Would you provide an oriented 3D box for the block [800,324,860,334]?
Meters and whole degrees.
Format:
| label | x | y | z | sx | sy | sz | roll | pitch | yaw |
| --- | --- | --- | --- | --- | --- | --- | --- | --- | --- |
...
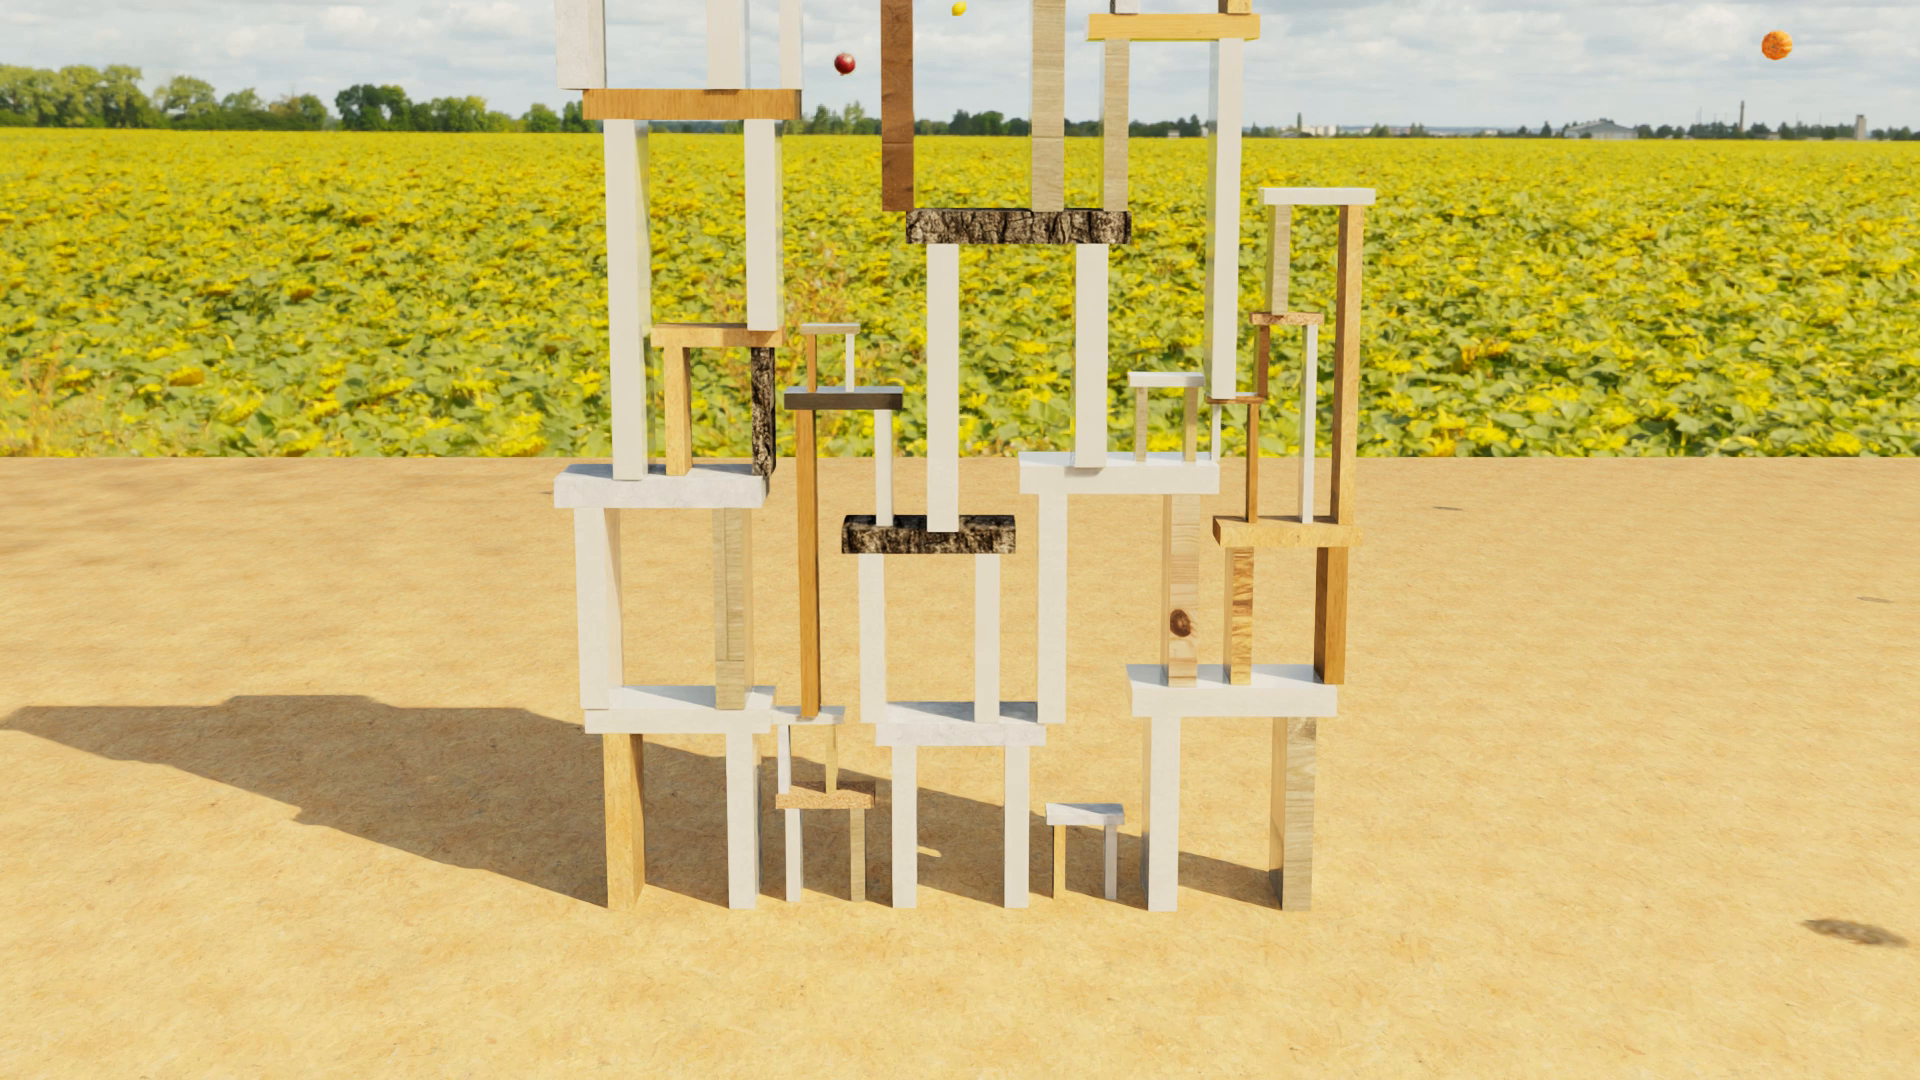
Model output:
| label | x | y | z | sx | sy | sz | roll | pitch | yaw |
| --- | --- | --- | --- | --- | --- | --- | --- | --- | --- |
| block | -0.205 | -0.336 | 3.495 | 0.092 | 0.013 | 0.046 | 0 | 11 | 0 |

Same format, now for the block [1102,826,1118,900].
| label | x | y | z | sx | sy | sz | roll | pitch | yaw |
| --- | --- | --- | --- | --- | --- | --- | --- | --- | --- |
| block | 0.250 | 0.526 | 3.662 | 0.018 | 0.128 | 0.064 | 0 | 11 | 0 |

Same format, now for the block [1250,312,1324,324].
| label | x | y | z | sx | sy | sz | roll | pitch | yaw |
| --- | --- | --- | --- | --- | --- | --- | --- | --- | --- |
| block | 0.519 | -0.352 | 3.496 | 0.112 | 0.016 | 0.056 | 0 | 10 | 2 |

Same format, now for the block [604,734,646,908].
| label | x | y | z | sx | sy | sz | roll | pitch | yaw |
| --- | --- | --- | --- | --- | --- | --- | --- | --- | --- |
| block | -0.554 | 0.444 | 3.642 | 0.042 | 0.297 | 0.148 | 0 | 11 | 0 |

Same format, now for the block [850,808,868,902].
| label | x | y | z | sx | sy | sz | roll | pitch | yaw |
| --- | --- | --- | --- | --- | --- | --- | --- | --- | --- |
| block | -0.168 | 0.511 | 3.654 | 0.023 | 0.160 | 0.080 | 0 | 11 | 0 |

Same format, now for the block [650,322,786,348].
| label | x | y | z | sx | sy | sz | roll | pitch | yaw |
| --- | --- | --- | --- | --- | --- | --- | --- | --- | --- |
| block | -0.383 | -0.327 | 3.503 | 0.205 | 0.029 | 0.103 | 0 | 11 | 0 |

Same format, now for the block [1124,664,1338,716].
| label | x | y | z | sx | sy | sz | roll | pitch | yaw |
| --- | --- | --- | --- | --- | --- | --- | --- | --- | --- |
| block | 0.440 | 0.246 | 3.602 | 0.328 | 0.046 | 0.164 | 0 | 11 | 0 |

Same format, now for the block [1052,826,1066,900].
| label | x | y | z | sx | sy | sz | roll | pitch | yaw |
| --- | --- | --- | --- | --- | --- | --- | --- | --- | --- |
| block | 0.164 | 0.526 | 3.662 | 0.018 | 0.128 | 0.064 | 0 | 11 | 0 |

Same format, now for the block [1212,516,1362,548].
| label | x | y | z | sx | sy | sz | roll | pitch | yaw |
| --- | --- | --- | --- | --- | --- | --- | --- | --- | --- |
| block | 0.528 | -0.015 | 3.553 | 0.226 | 0.032 | 0.113 | 0 | 11 | 0 |

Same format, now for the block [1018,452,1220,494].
| label | x | y | z | sx | sy | sz | roll | pitch | yaw |
| --- | --- | --- | --- | --- | --- | --- | --- | --- | --- |
| block | 0.252 | -0.109 | 3.543 | 0.314 | 0.044 | 0.157 | 0 | 11 | 0 |

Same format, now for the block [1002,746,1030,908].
| label | x | y | z | sx | sy | sz | roll | pitch | yaw |
| --- | --- | --- | --- | --- | --- | --- | --- | --- | --- |
| block | 0.092 | 0.455 | 3.643 | 0.039 | 0.274 | 0.137 | 0 | 11 | 0 |

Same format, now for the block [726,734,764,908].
| label | x | y | z | sx | sy | sz | roll | pitch | yaw |
| --- | --- | --- | --- | --- | --- | --- | --- | --- | --- |
| block | -0.356 | 0.444 | 3.642 | 0.042 | 0.297 | 0.149 | 0 | 11 | 0 |

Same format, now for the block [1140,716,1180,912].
| label | x | y | z | sx | sy | sz | roll | pitch | yaw |
| --- | --- | --- | --- | --- | --- | --- | --- | --- | --- |
| block | 0.331 | 0.430 | 3.636 | 0.046 | 0.328 | 0.164 | 0 | 11 | 0 |

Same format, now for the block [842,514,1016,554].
| label | x | y | z | sx | sy | sz | roll | pitch | yaw |
| --- | --- | --- | --- | --- | --- | --- | --- | --- | --- |
| block | -0.049 | -0.010 | 3.557 | 0.277 | 0.039 | 0.139 | 0 | 11 | 0 |

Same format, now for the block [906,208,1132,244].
| label | x | y | z | sx | sy | sz | roll | pitch | yaw |
| --- | --- | --- | --- | --- | --- | --- | --- | --- | --- |
| block | 0.089 | -0.496 | 3.464 | 0.347 | 0.049 | 0.174 | 0 | 11 | 0 |

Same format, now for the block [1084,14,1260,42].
| label | x | y | z | sx | sy | sz | roll | pitch | yaw |
| --- | --- | --- | --- | --- | --- | --- | --- | --- | --- |
| block | 0.327 | -0.795 | 3.414 | 0.261 | 0.037 | 0.130 | 0 | 11 | 0 |

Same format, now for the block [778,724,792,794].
| label | x | y | z | sx | sy | sz | roll | pitch | yaw |
| --- | --- | --- | --- | --- | --- | --- | --- | --- | --- |
| block | -0.289 | 0.353 | 3.622 | 0.017 | 0.117 | 0.058 | 0 | 11 | 0 |

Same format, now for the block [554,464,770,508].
| label | x | y | z | sx | sy | sz | roll | pitch | yaw |
| --- | --- | --- | --- | --- | --- | --- | --- | --- | --- |
| block | -0.477 | -0.088 | 3.546 | 0.327 | 0.046 | 0.163 | 0 | 11 | 0 |

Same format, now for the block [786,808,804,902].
| label | x | y | z | sx | sy | sz | roll | pitch | yaw |
| --- | --- | --- | --- | --- | --- | --- | --- | --- | --- |
| block | -0.275 | 0.511 | 3.654 | 0.023 | 0.160 | 0.080 | 0 | 11 | 0 |

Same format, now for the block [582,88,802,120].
| label | x | y | z | sx | sy | sz | roll | pitch | yaw |
| --- | --- | --- | --- | --- | --- | --- | --- | --- | --- |
| block | -0.414 | -0.679 | 3.431 | 0.322 | 0.046 | 0.161 | 0 | 11 | 0 |

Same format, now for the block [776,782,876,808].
| label | x | y | z | sx | sy | sz | roll | pitch | yaw |
| --- | --- | --- | --- | --- | --- | --- | --- | --- | --- |
| block | -0.221 | 0.421 | 3.638 | 0.160 | 0.023 | 0.080 | 0 | 11 | 0 |

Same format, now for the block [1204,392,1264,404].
| label | x | y | z | sx | sy | sz | roll | pitch | yaw |
| --- | --- | --- | --- | --- | --- | --- | --- | --- | --- |
| block | 0.438 | -0.227 | 3.517 | 0.092 | 0.013 | 0.046 | 0 | 11 | -1 |

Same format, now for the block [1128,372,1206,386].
| label | x | y | z | sx | sy | sz | roll | pitch | yaw |
| --- | --- | --- | --- | --- | --- | --- | --- | --- | --- |
| block | 0.329 | -0.256 | 3.512 | 0.120 | 0.017 | 0.060 | 0 | 11 | 0 |

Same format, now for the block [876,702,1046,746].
| label | x | y | z | sx | sy | sz | roll | pitch | yaw |
| --- | --- | --- | --- | --- | --- | --- | --- | --- | --- |
| block | 0.001 | 0.301 | 3.614 | 0.275 | 0.039 | 0.137 | 0 | 11 | 0 |

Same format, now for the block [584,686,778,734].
| label | x | y | z | sx | sy | sz | roll | pitch | yaw |
| --- | --- | --- | --- | --- | --- | --- | --- | --- | --- |
| block | -0.455 | 0.277 | 3.611 | 0.297 | 0.042 | 0.149 | 0 | 11 | 0 |

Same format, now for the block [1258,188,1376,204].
| label | x | y | z | sx | sy | sz | roll | pitch | yaw |
| --- | --- | --- | --- | --- | --- | --- | --- | --- | --- |
| block | 0.561 | -0.542 | 3.463 | 0.172 | 0.024 | 0.086 | 0 | 10 | 2 |

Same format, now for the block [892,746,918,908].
| label | x | y | z | sx | sy | sz | roll | pitch | yaw |
| --- | --- | --- | --- | --- | --- | --- | --- | --- | --- |
| block | -0.091 | 0.455 | 3.643 | 0.039 | 0.275 | 0.137 | 0 | 11 | 0 |

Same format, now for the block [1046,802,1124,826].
| label | x | y | z | sx | sy | sz | roll | pitch | yaw |
| --- | --- | --- | --- | --- | --- | --- | --- | --- | --- |
| block | 0.207 | 0.455 | 3.649 | 0.128 | 0.018 | 0.064 | 0 | 11 | 0 |

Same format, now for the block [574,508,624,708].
| label | x | y | z | sx | sy | sz | roll | pitch | yaw |
| --- | --- | --- | --- | --- | --- | --- | --- | --- | --- |
| block | -0.586 | 0.095 | 3.580 | 0.046 | 0.327 | 0.163 | 0 | 11 | 0 |

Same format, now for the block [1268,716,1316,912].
| label | x | y | z | sx | sy | sz | roll | pitch | yaw |
| --- | --- | --- | --- | --- | --- | --- | --- | --- | --- |
| block | 0.549 | 0.430 | 3.636 | 0.046 | 0.328 | 0.164 | 0 | 11 | 0 |

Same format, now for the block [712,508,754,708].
| label | x | y | z | sx | sy | sz | roll | pitch | yaw |
| --- | --- | --- | --- | --- | --- | --- | --- | --- | --- |
| block | -0.368 | 0.095 | 3.580 | 0.046 | 0.327 | 0.163 | 0 | 11 | 0 |

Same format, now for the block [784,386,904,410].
| label | x | y | z | sx | sy | sz | roll | pitch | yaw |
| --- | --- | --- | --- | --- | --- | --- | --- | --- | --- |
| block | -0.185 | -0.228 | 3.523 | 0.187 | 0.027 | 0.094 | 0 | 11 | 0 |

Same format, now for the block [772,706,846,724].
| label | x | y | z | sx | sy | sz | roll | pitch | yaw |
| --- | --- | --- | --- | --- | --- | --- | --- | --- | --- |
| block | -0.248 | 0.287 | 3.610 | 0.117 | 0.017 | 0.059 | 0 | 11 | 0 |
